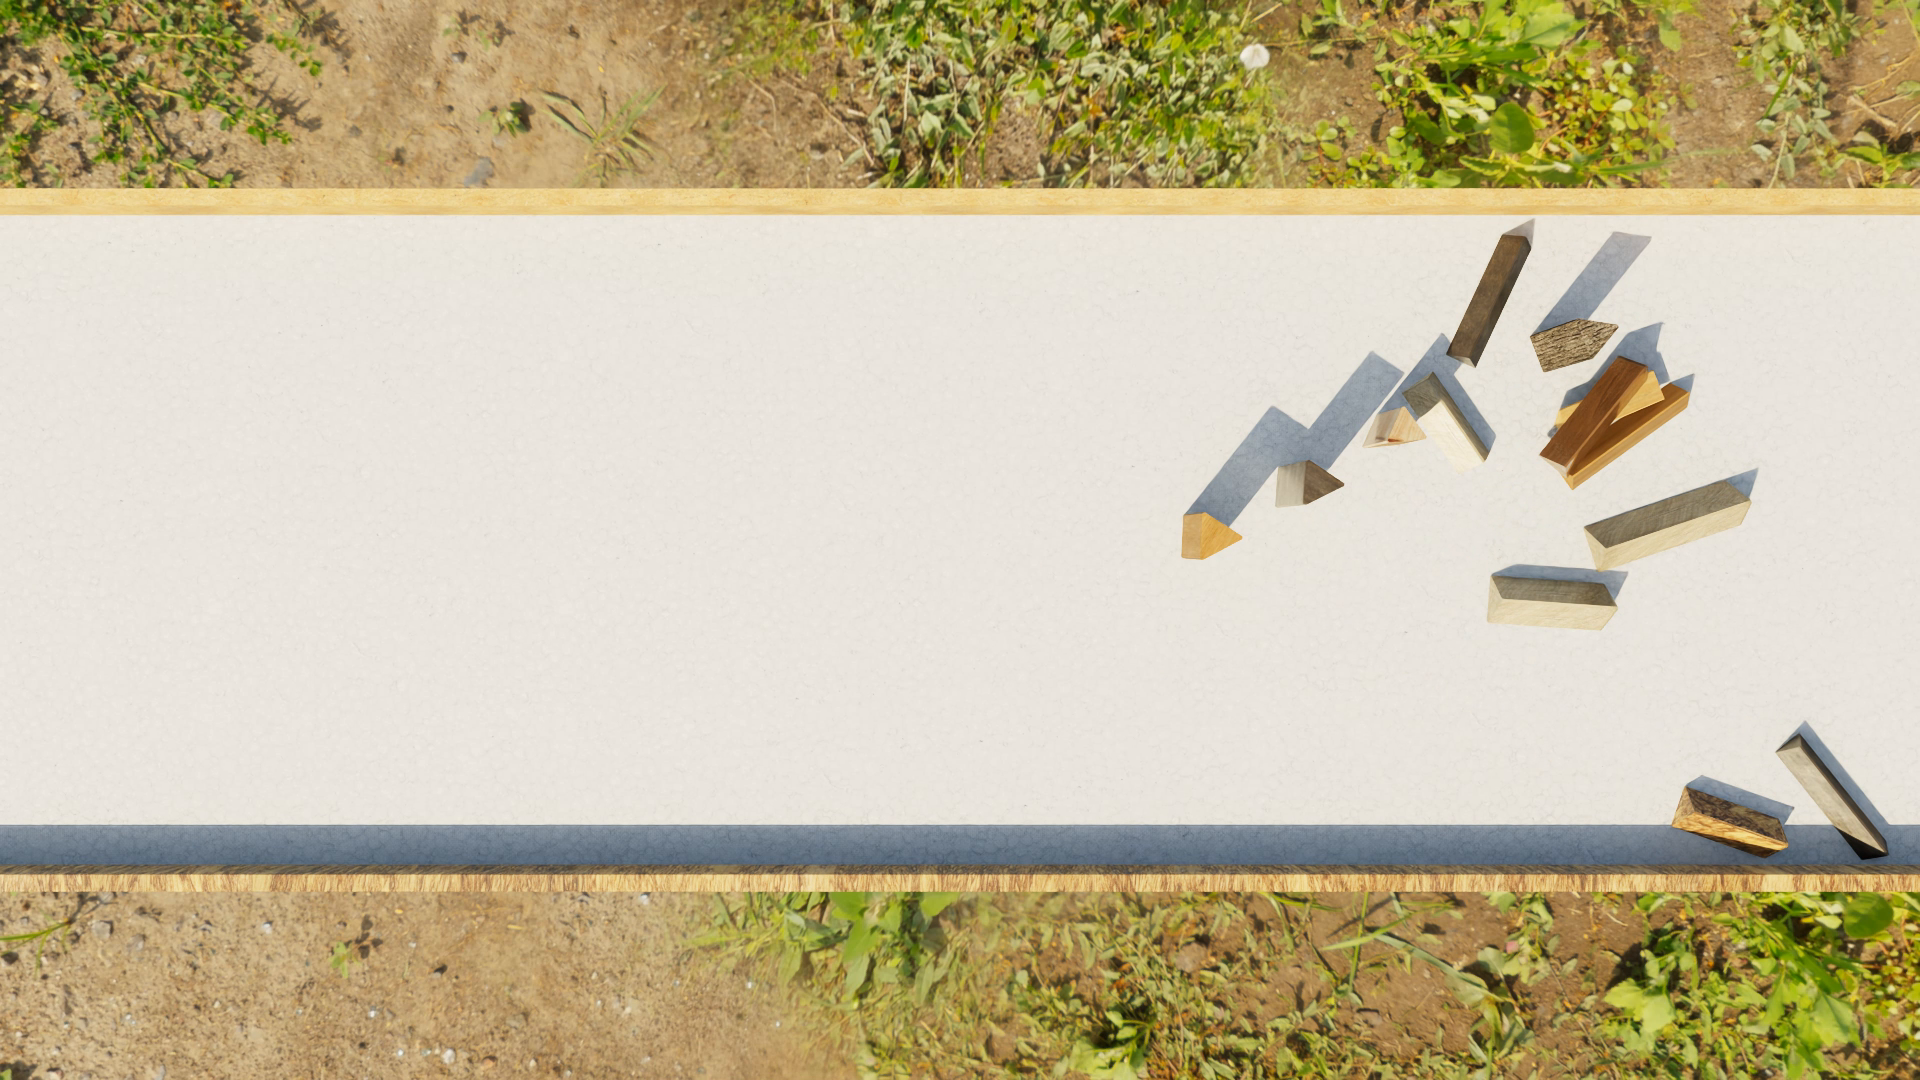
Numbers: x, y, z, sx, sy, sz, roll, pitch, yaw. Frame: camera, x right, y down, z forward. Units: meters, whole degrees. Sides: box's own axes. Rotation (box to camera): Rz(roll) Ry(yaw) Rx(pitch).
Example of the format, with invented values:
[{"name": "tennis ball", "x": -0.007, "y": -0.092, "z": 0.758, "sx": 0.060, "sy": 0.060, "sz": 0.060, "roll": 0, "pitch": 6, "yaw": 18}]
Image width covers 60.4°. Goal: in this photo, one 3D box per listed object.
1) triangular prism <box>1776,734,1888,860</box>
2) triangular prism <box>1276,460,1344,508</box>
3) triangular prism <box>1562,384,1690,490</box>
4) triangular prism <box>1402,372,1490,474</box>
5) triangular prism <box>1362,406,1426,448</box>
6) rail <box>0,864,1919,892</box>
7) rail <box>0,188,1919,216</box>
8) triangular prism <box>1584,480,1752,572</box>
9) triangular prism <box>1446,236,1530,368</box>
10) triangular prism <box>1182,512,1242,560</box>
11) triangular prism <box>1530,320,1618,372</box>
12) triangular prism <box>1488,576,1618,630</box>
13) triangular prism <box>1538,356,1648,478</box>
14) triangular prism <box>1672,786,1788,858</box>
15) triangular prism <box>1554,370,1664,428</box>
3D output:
[{"name": "triangular prism", "x": 2.677, "y": 0.789, "z": 5.033, "sx": 0.095, "sy": 0.082, "sz": 0.424, "roll": -39, "pitch": 90, "yaw": 0}, {"name": "triangular prism", "x": 1.005, "y": -0.177, "z": 4.863, "sx": 0.125, "sy": 0.426, "sz": 0.108, "roll": -26, "pitch": 90, "yaw": 0}, {"name": "triangular prism", "x": 2.033, "y": -0.318, "z": 5.035, "sx": 0.436, "sy": 0.079, "sz": 0.091, "roll": -36, "pitch": 90, "yaw": 0}, {"name": "triangular prism", "x": 1.494, "y": -0.360, "z": 5.024, "sx": 0.116, "sy": 0.100, "sz": 0.306, "roll": -35, "pitch": 90, "yaw": 0}, {"name": "triangular prism", "x": 1.290, "y": -0.338, "z": 4.926, "sx": 0.112, "sy": 0.302, "sz": 0.097, "roll": -6, "pitch": 90, "yaw": 0}, {"name": "rail", "x": -2.247, "y": 1.025, "z": 5.001, "sx": 12.000, "sy": 0.150, "sz": 0.050, "roll": 0, "pitch": 90, "yaw": 0}, {"name": "rail", "x": -2.247, "y": -1.025, "z": 5.002, "sx": 12.000, "sy": 0.150, "sz": 0.050, "roll": 0, "pitch": 90, "yaw": 0}, {"name": "triangular prism", "x": 2.158, "y": -0.043, "z": 5.011, "sx": 0.460, "sy": 0.123, "sz": 0.142, "roll": -19, "pitch": 90, "yaw": 0}, {"name": "triangular prism", "x": 1.625, "y": -0.734, "z": 5.031, "sx": 0.099, "sy": 0.086, "sz": 0.406, "roll": 25, "pitch": 90, "yaw": 0}, {"name": "triangular prism", "x": 0.716, "y": -0.026, "z": 4.875, "sx": 0.133, "sy": 0.404, "sz": 0.115, "roll": -28, "pitch": 90, "yaw": 0}, {"name": "triangular prism", "x": 1.795, "y": -0.595, "z": 4.884, "sx": 0.105, "sy": 0.384, "sz": 0.121, "roll": 39, "pitch": 90, "yaw": 0}, {"name": "triangular prism", "x": 1.801, "y": 0.193, "z": 5.011, "sx": 0.349, "sy": 0.123, "sz": 0.143, "roll": 4, "pitch": 90, "yaw": 0}, {"name": "triangular prism", "x": 1.916, "y": -0.369, "z": 4.943, "sx": 0.111, "sy": 0.097, "sz": 0.384, "roll": 39, "pitch": 92, "yaw": -3}, {"name": "triangular prism", "x": 2.352, "y": 0.869, "z": 5.018, "sx": 0.303, "sy": 0.110, "sz": 0.127, "roll": 19, "pitch": 90, "yaw": 0}, {"name": "triangular prism", "x": 1.969, "y": -0.422, "z": 5.015, "sx": 0.308, "sy": 0.094, "sz": 0.081, "roll": -23, "pitch": 123, "yaw": 0}]
